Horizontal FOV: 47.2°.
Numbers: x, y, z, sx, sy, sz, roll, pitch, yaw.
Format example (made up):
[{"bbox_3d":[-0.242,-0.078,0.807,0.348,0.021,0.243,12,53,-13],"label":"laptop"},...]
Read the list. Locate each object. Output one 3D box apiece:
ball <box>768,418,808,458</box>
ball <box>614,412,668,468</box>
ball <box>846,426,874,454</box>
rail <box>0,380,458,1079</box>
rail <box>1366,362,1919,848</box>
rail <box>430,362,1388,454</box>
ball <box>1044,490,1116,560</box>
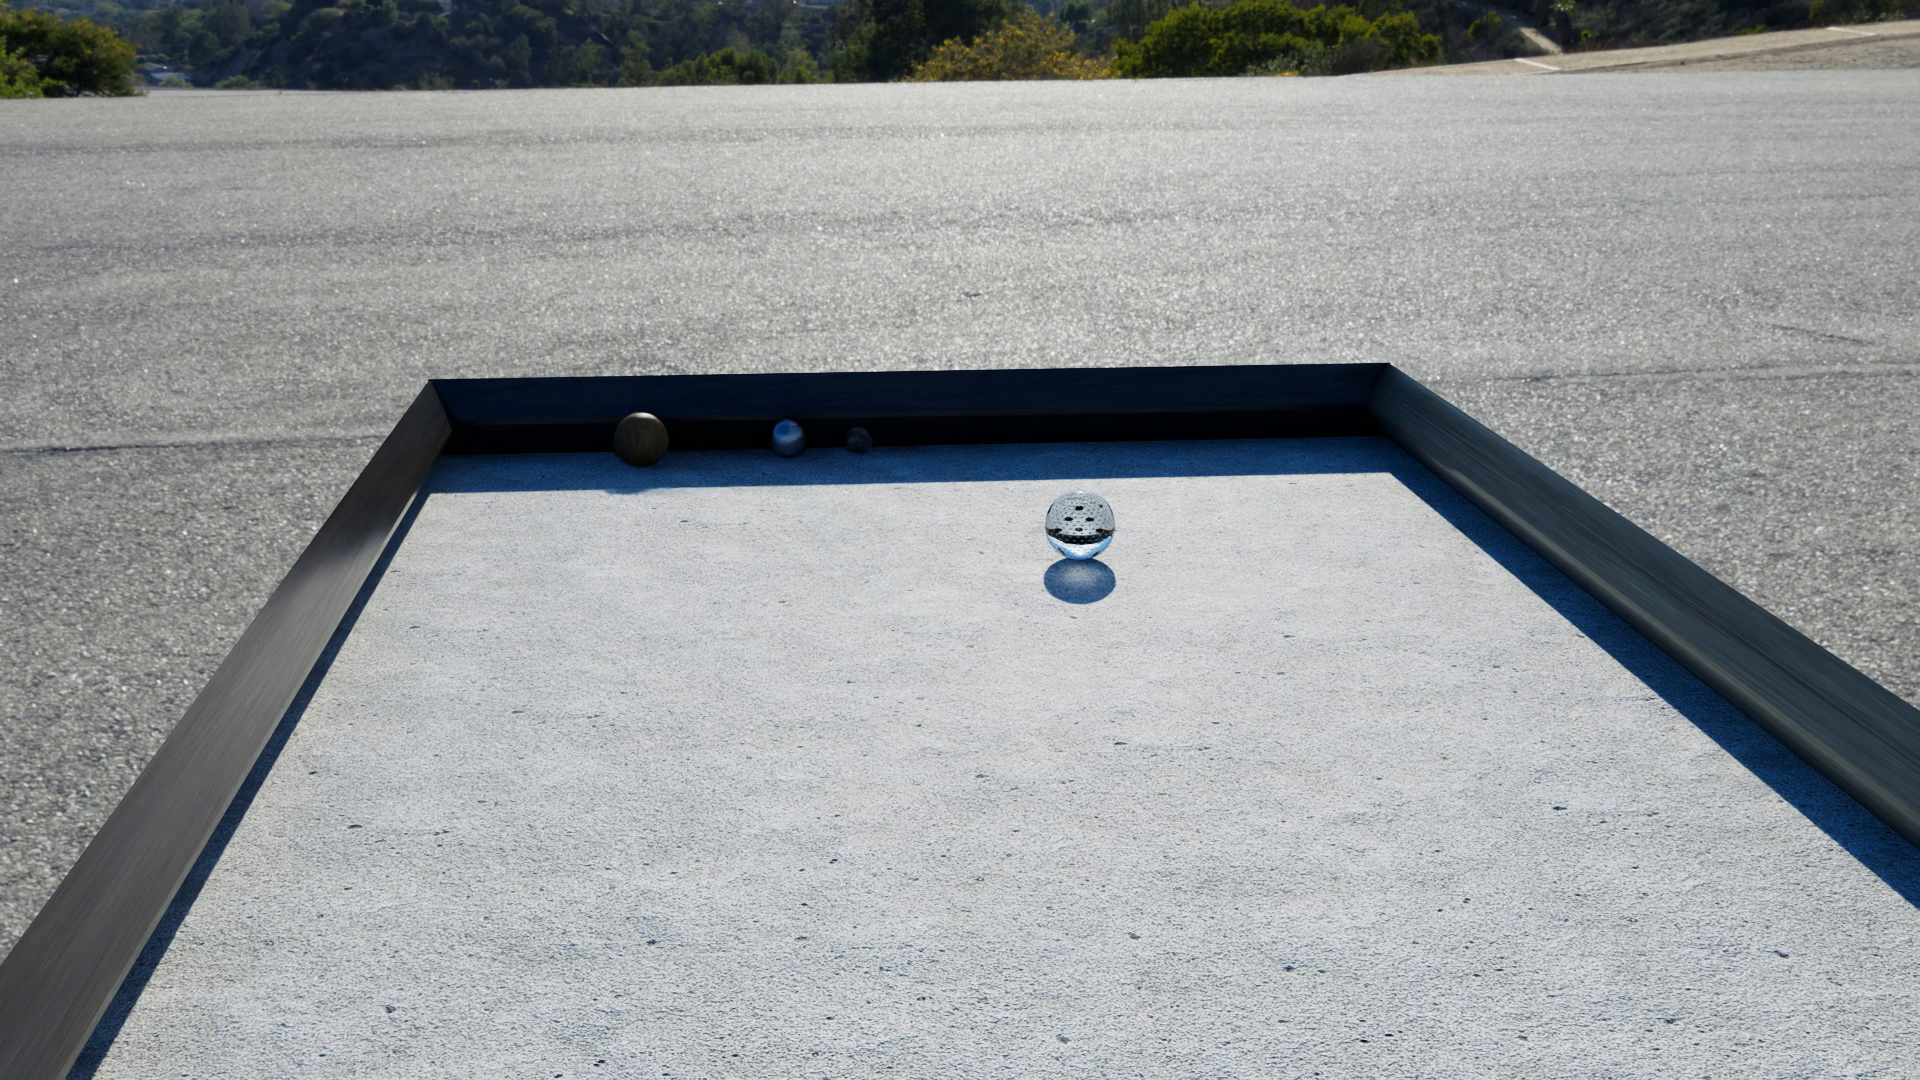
[{"bbox_3d":[-0.256,-0.151,3.270,0.058,0.058,0.058,0,15,0],"label":"ball"},{"bbox_3d":[-0.465,-0.146,3.209,0.080,0.080,0.080,0,15,0],"label":"ball"},{"bbox_3d":[-0.151,-0.151,3.299,0.040,0.040,0.040,0,15,0],"label":"ball"},{"bbox_3d":[-0.639,0.173,1.963,0.045,0.114,2.736,-1,15,-5],"label":"rail"},{"bbox_3d":[0.765,0.139,2.089,0.045,0.114,2.736,-1,15,-5],"label":"rail"},{"bbox_3d":[-0.061,-0.195,3.318,1.457,0.114,0.045,-1,15,-5],"label":"rail"},{"bbox_3d":[0.149,-0.018,2.722,0.088,0.088,0.088,0,15,0],"label":"ball"}]
